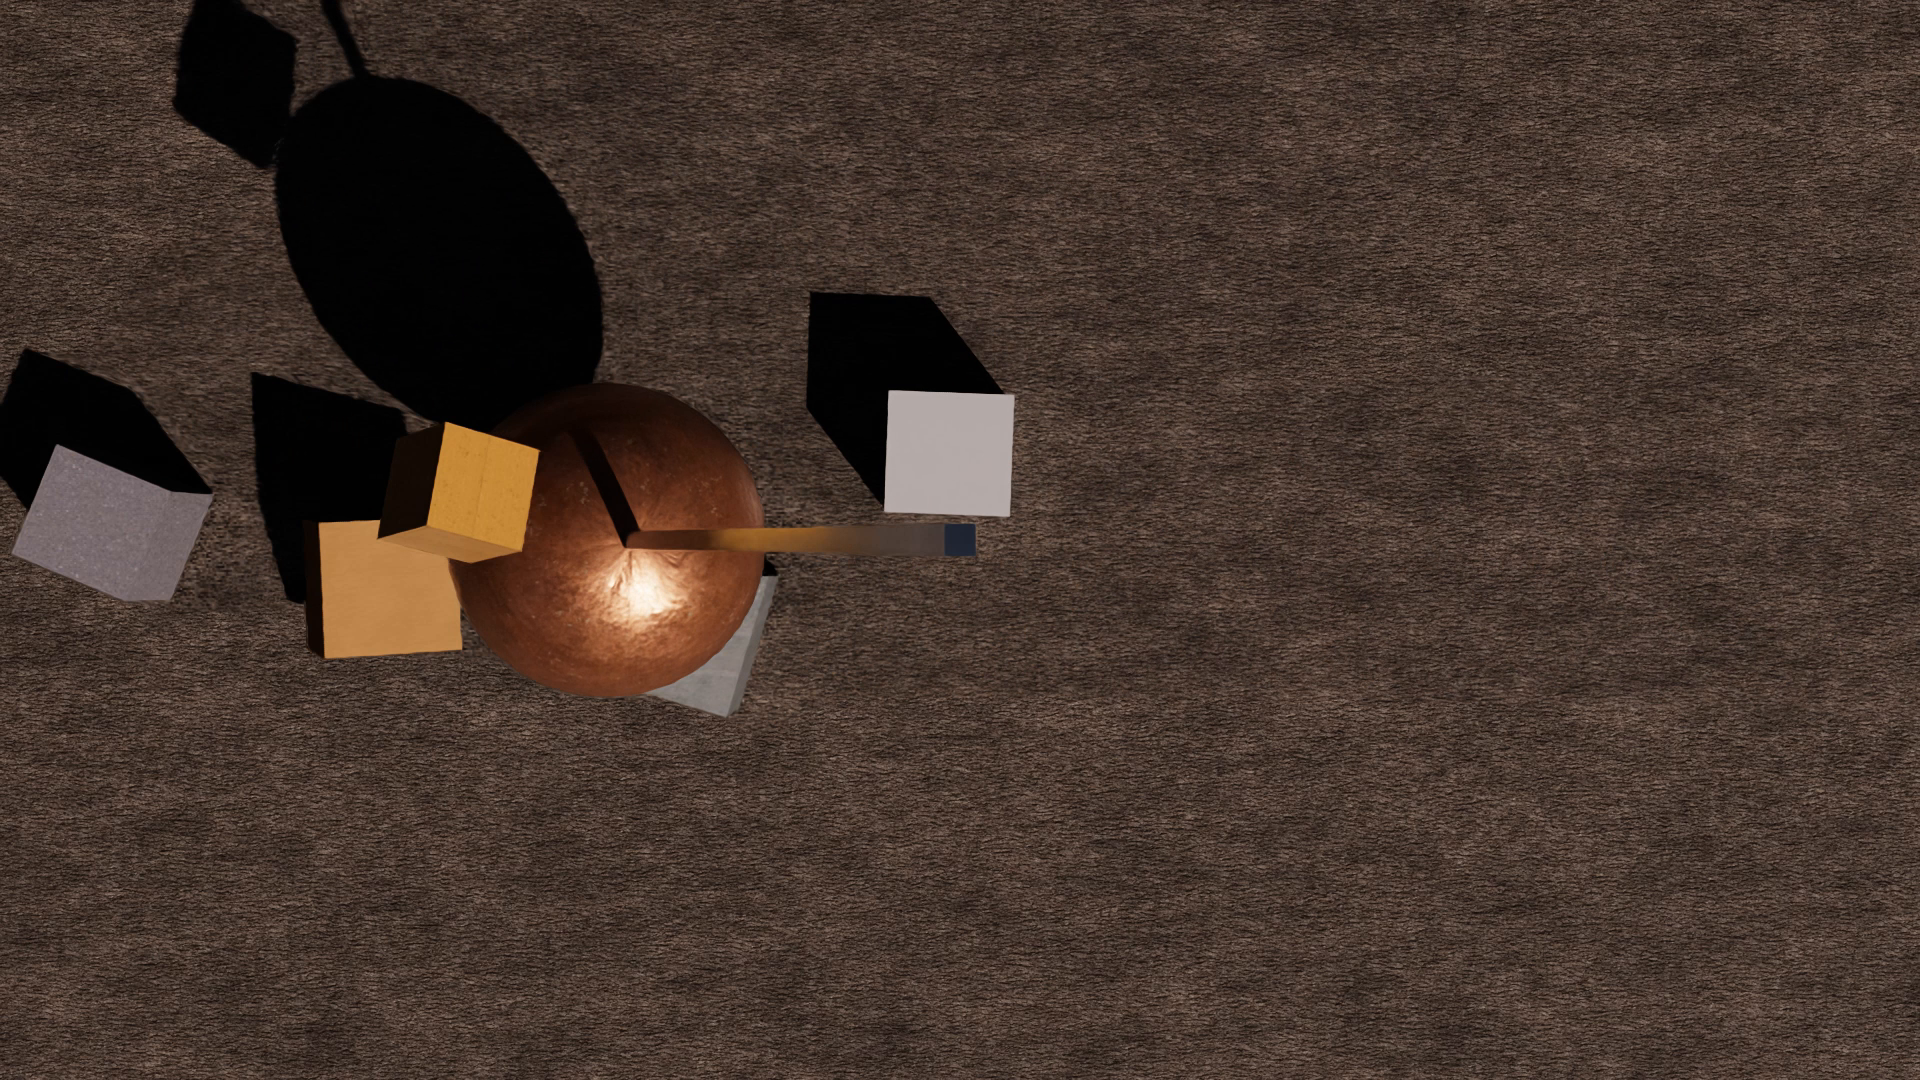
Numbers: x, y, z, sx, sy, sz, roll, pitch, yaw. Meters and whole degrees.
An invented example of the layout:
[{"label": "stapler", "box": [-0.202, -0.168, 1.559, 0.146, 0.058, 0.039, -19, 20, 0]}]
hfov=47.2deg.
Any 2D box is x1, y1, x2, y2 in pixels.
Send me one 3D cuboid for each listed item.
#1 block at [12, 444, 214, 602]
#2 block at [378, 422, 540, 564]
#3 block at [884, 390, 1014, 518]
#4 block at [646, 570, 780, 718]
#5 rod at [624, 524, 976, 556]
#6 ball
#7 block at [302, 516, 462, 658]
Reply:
[{"label": "block", "box": [-4.864, -0.094, 12.661, 0.705, 0.664, 0.667, 22, 90, 1]}, {"label": "block", "box": [-2.327, -0.211, 10.201, 0.478, 0.528, 0.486, 17, 73, -36]}, {"label": "block", "box": [-0.060, -0.484, 12.652, 0.705, 0.695, 0.681, 2, 90, 0]}, {"label": "block", "box": [-1.562, 0.484, 12.637, 0.787, 0.726, 0.820, 17, 90, 0]}, {"label": "rod", "box": [-0.773, 0.000, 7.900, 0.080, 5.200, 0.080, 0, 90, -17]}, {"label": "ball", "box": [-1.785, 0.000, 11.146, 1.600, 1.600, 1.600, 0, 90, 0]}, {"label": "block", "box": [-3.289, 0.247, 12.500, 0.746, 0.728, 0.746, -3, 93, -23]}]
